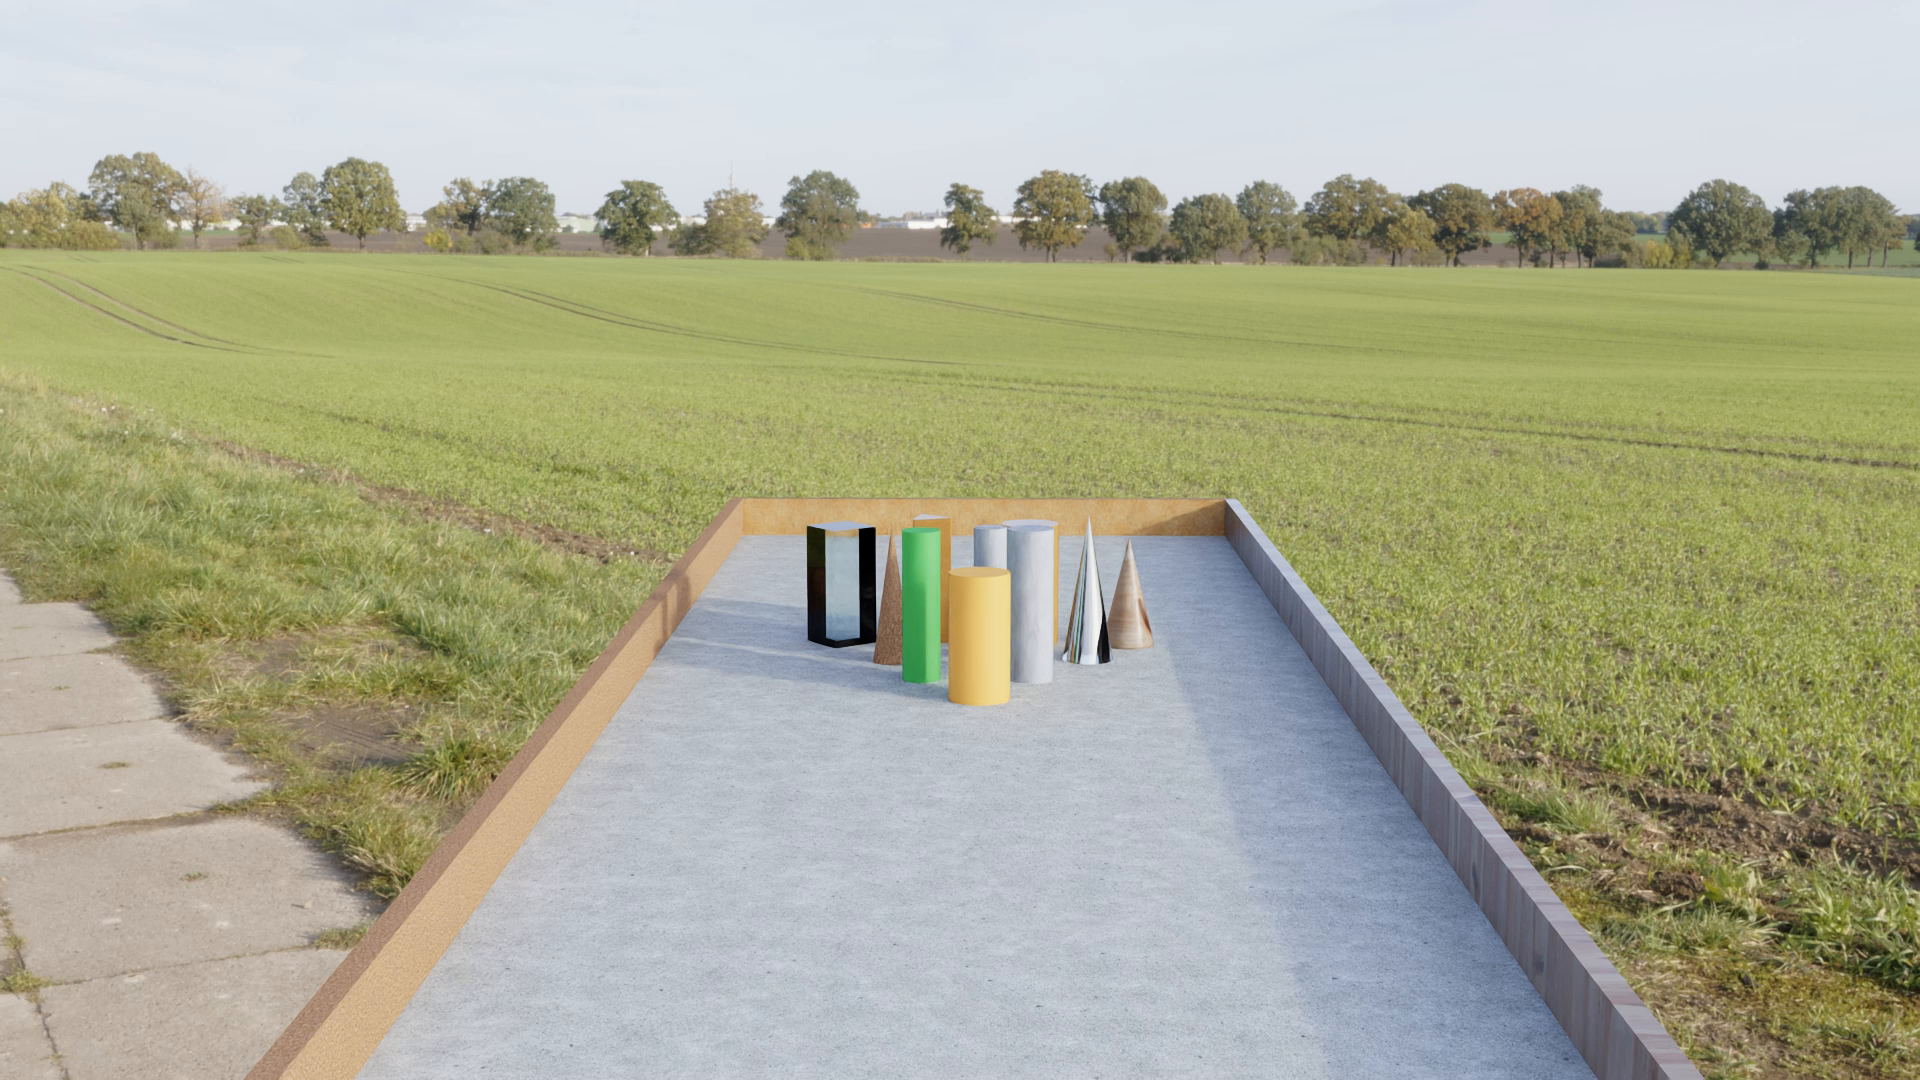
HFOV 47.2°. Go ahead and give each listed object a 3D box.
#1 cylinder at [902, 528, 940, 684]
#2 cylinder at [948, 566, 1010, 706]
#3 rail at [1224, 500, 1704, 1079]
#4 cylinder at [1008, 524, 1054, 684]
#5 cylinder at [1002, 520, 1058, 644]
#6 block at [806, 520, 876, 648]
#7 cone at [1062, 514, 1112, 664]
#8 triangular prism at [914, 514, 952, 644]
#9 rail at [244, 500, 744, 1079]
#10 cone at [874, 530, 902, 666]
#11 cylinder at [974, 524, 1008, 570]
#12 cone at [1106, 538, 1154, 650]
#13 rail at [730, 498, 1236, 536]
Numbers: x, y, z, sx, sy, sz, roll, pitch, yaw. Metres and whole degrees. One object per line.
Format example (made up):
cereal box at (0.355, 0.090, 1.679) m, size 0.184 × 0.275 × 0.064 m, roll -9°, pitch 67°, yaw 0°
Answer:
cylinder at (-0.113, 0.189, 6.407) m, size 0.112 × 0.442 × 0.112 m, roll 0°, pitch 9°, yaw 0°
cylinder at (0.054, 0.268, 6.162) m, size 0.173 × 0.362 × 0.173 m, roll 0°, pitch 9°, yaw 0°
rail at (1.046, 0.843, 3.208) m, size 0.050 × 0.150 × 12.000 m, roll 0°, pitch 9°, yaw 1°
cylinder at (0.205, 0.186, 6.411) m, size 0.136 × 0.445 × 0.136 m, roll 0°, pitch 9°, yaw 0°
cylinder at (0.222, 0.135, 6.942) m, size 0.180 × 0.380 × 0.180 m, roll 0°, pitch 9°, yaw 0°
block at (-0.374, 0.139, 6.949) m, size 0.157 × 0.371 × 0.157 m, roll -7°, pitch 11°, yaw -37°
cone at (0.390, 0.143, 6.680) m, size 0.154 × 0.446 × 0.154 m, roll 0°, pitch 9°, yaw 0°
triangular prism at (-0.104, 0.123, 6.961) m, size 0.124 × 0.399 × 0.107 m, roll -3°, pitch 10°, yaw -19°
rail at (-1.004, 0.839, 3.234) m, size 0.050 × 0.150 × 12.000 m, roll 0°, pitch 9°, yaw 1°
cone at (-0.205, 0.158, 6.655) m, size 0.118 × 0.425 × 0.118 m, roll 0°, pitch 9°, yaw 0°
cylinder at (0.092, 0.161, 6.696) m, size 0.101 × 0.405 × 0.101 m, roll 0°, pitch 9°, yaw 0°
cone at (0.529, 0.159, 6.907) m, size 0.167 × 0.345 × 0.167 m, roll 0°, pitch 9°, yaw 0°
rail at (0.099, -0.098, 9.147) m, size 2.100 × 0.150 × 0.050 m, roll 0°, pitch 9°, yaw 1°
